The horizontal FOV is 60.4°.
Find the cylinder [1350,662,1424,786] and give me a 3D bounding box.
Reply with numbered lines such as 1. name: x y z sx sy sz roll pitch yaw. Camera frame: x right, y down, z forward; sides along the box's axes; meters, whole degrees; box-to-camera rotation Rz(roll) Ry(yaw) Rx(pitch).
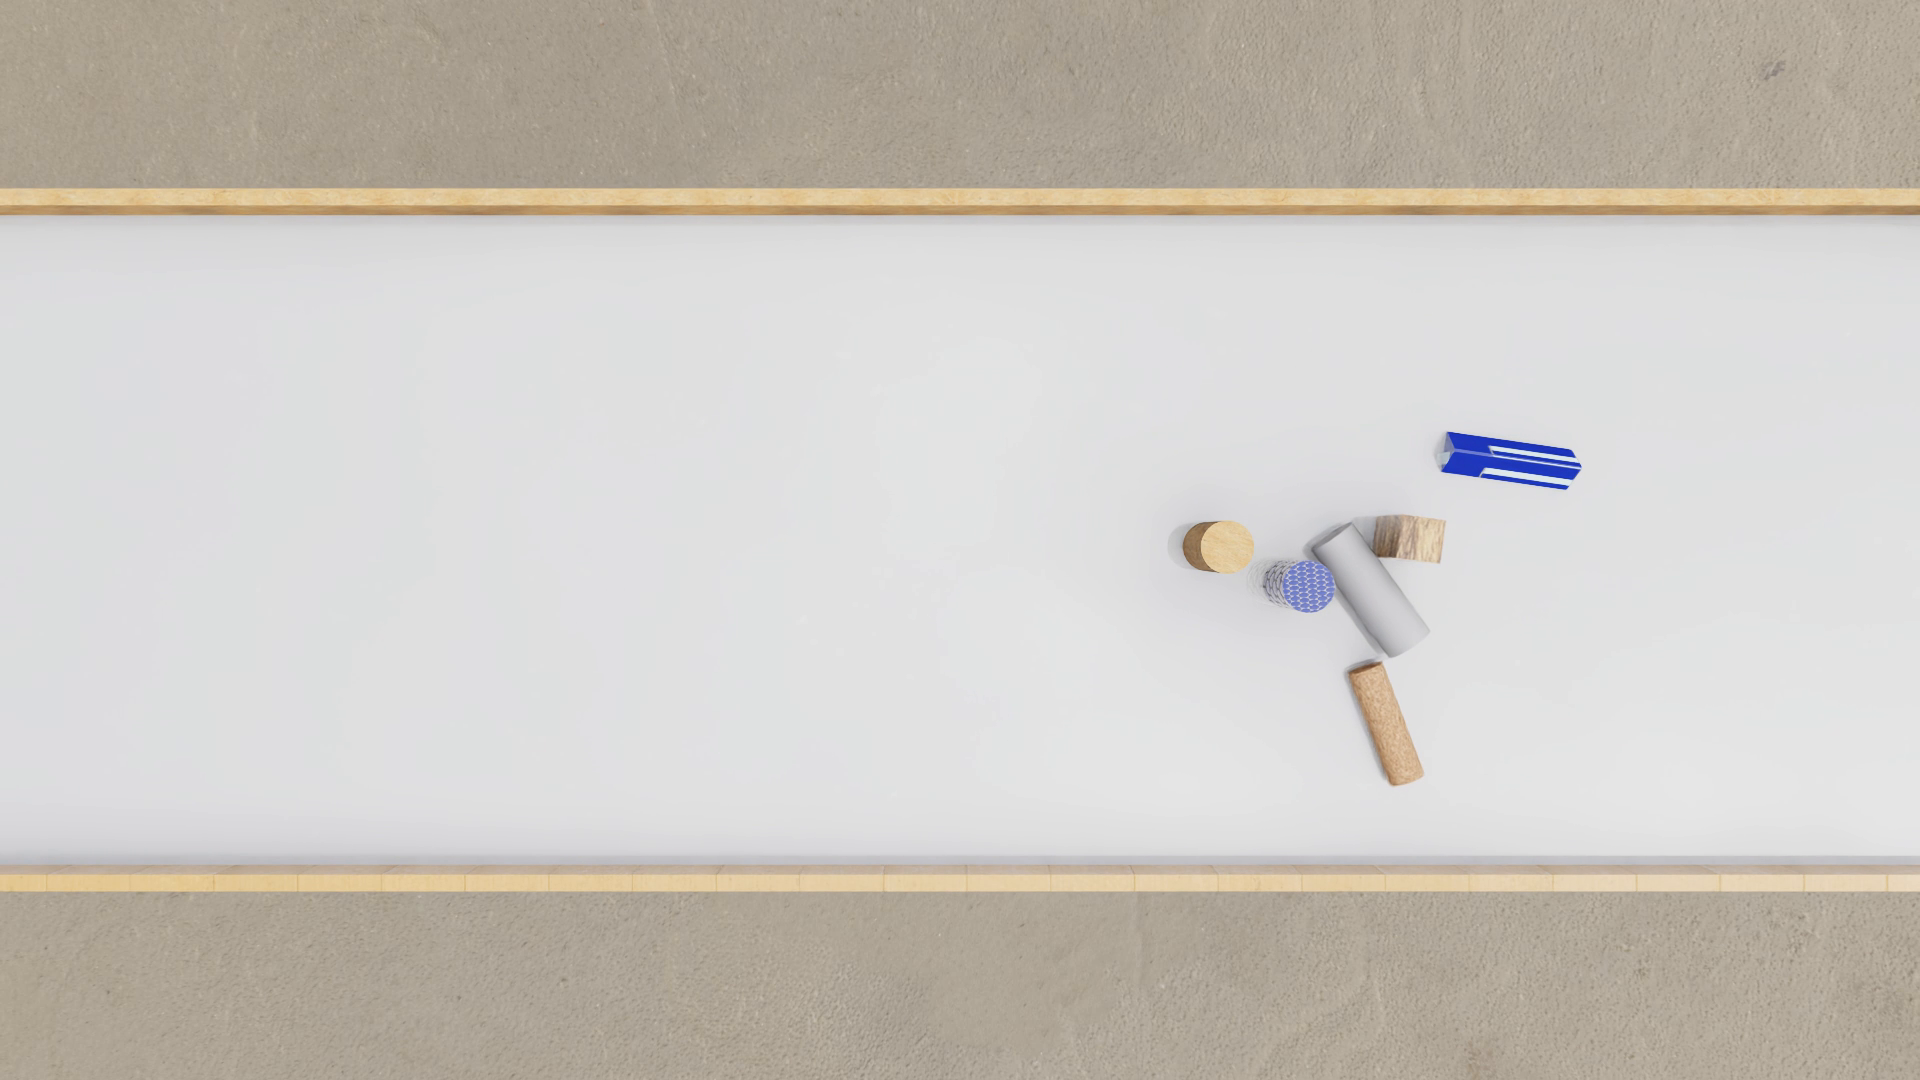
1. cylinder: 1.300 0.559 5.023 0.107 0.107 0.364 -21 90 0

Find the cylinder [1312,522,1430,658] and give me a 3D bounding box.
1. cylinder: 1.244 0.151 5.002 0.149 0.149 0.403 -36 90 0

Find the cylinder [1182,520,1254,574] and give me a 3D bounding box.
1. cylinder: 0.761 0.020 4.885 0.152 0.383 0.152 0 90 0

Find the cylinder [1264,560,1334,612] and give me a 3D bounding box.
1. cylinder: 1.008 0.135 4.921 0.151 0.310 0.151 0 90 0

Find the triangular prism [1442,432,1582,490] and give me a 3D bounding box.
1. triangular prism: 1.681 -0.244 5.020 0.388 0.107 0.124 8 90 0

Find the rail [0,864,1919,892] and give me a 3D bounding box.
1. rail: -2.247 1.025 5.001 12.000 0.150 0.050 0 90 0

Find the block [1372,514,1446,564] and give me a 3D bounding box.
1. block: 1.336 -0.003 4.924 0.127 0.304 0.127 8 90 0

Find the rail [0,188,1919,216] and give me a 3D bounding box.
1. rail: -2.247 -1.025 5.002 12.000 0.150 0.050 0 90 0
